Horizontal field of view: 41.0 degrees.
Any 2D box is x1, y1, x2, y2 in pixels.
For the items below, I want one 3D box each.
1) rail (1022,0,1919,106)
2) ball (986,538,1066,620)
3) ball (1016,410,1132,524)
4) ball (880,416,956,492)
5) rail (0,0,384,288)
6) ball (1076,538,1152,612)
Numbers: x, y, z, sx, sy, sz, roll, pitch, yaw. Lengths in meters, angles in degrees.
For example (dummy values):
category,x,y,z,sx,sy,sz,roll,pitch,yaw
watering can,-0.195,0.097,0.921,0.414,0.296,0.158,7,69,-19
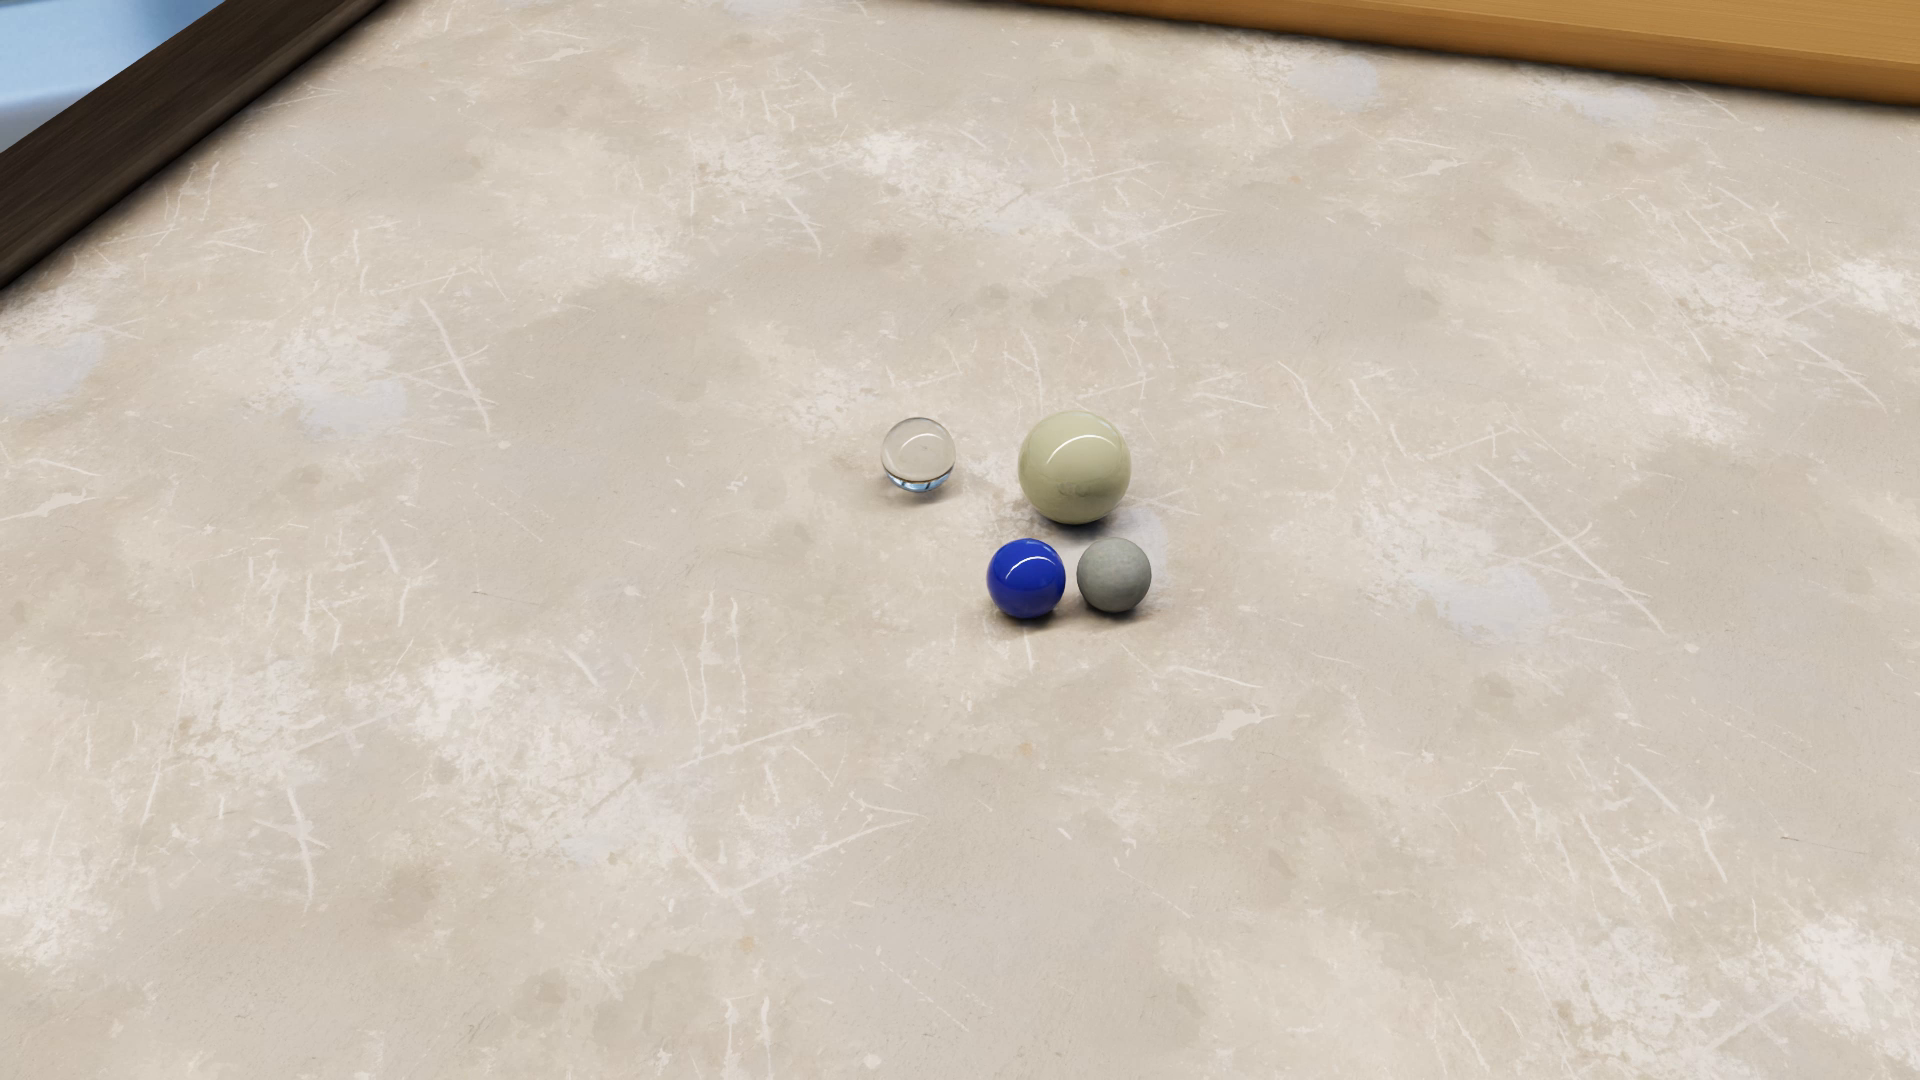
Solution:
category,x,y,z,sx,sy,sz,roll,pitch,yaw
rail,1.325,-0.466,2.684,4.092,0.122,0.045,10,35,14
ball,0.051,0.030,1.988,0.063,0.063,0.063,0,33,0
ball,0.093,-0.060,2.095,0.094,0.094,0.094,0,33,0
ball,-0.035,-0.071,2.141,0.063,0.063,0.063,0,33,0
rail,-0.953,-0.188,2.262,0.045,0.122,2.377,10,35,14
ball,0.120,0.027,1.996,0.059,0.059,0.059,0,33,0
